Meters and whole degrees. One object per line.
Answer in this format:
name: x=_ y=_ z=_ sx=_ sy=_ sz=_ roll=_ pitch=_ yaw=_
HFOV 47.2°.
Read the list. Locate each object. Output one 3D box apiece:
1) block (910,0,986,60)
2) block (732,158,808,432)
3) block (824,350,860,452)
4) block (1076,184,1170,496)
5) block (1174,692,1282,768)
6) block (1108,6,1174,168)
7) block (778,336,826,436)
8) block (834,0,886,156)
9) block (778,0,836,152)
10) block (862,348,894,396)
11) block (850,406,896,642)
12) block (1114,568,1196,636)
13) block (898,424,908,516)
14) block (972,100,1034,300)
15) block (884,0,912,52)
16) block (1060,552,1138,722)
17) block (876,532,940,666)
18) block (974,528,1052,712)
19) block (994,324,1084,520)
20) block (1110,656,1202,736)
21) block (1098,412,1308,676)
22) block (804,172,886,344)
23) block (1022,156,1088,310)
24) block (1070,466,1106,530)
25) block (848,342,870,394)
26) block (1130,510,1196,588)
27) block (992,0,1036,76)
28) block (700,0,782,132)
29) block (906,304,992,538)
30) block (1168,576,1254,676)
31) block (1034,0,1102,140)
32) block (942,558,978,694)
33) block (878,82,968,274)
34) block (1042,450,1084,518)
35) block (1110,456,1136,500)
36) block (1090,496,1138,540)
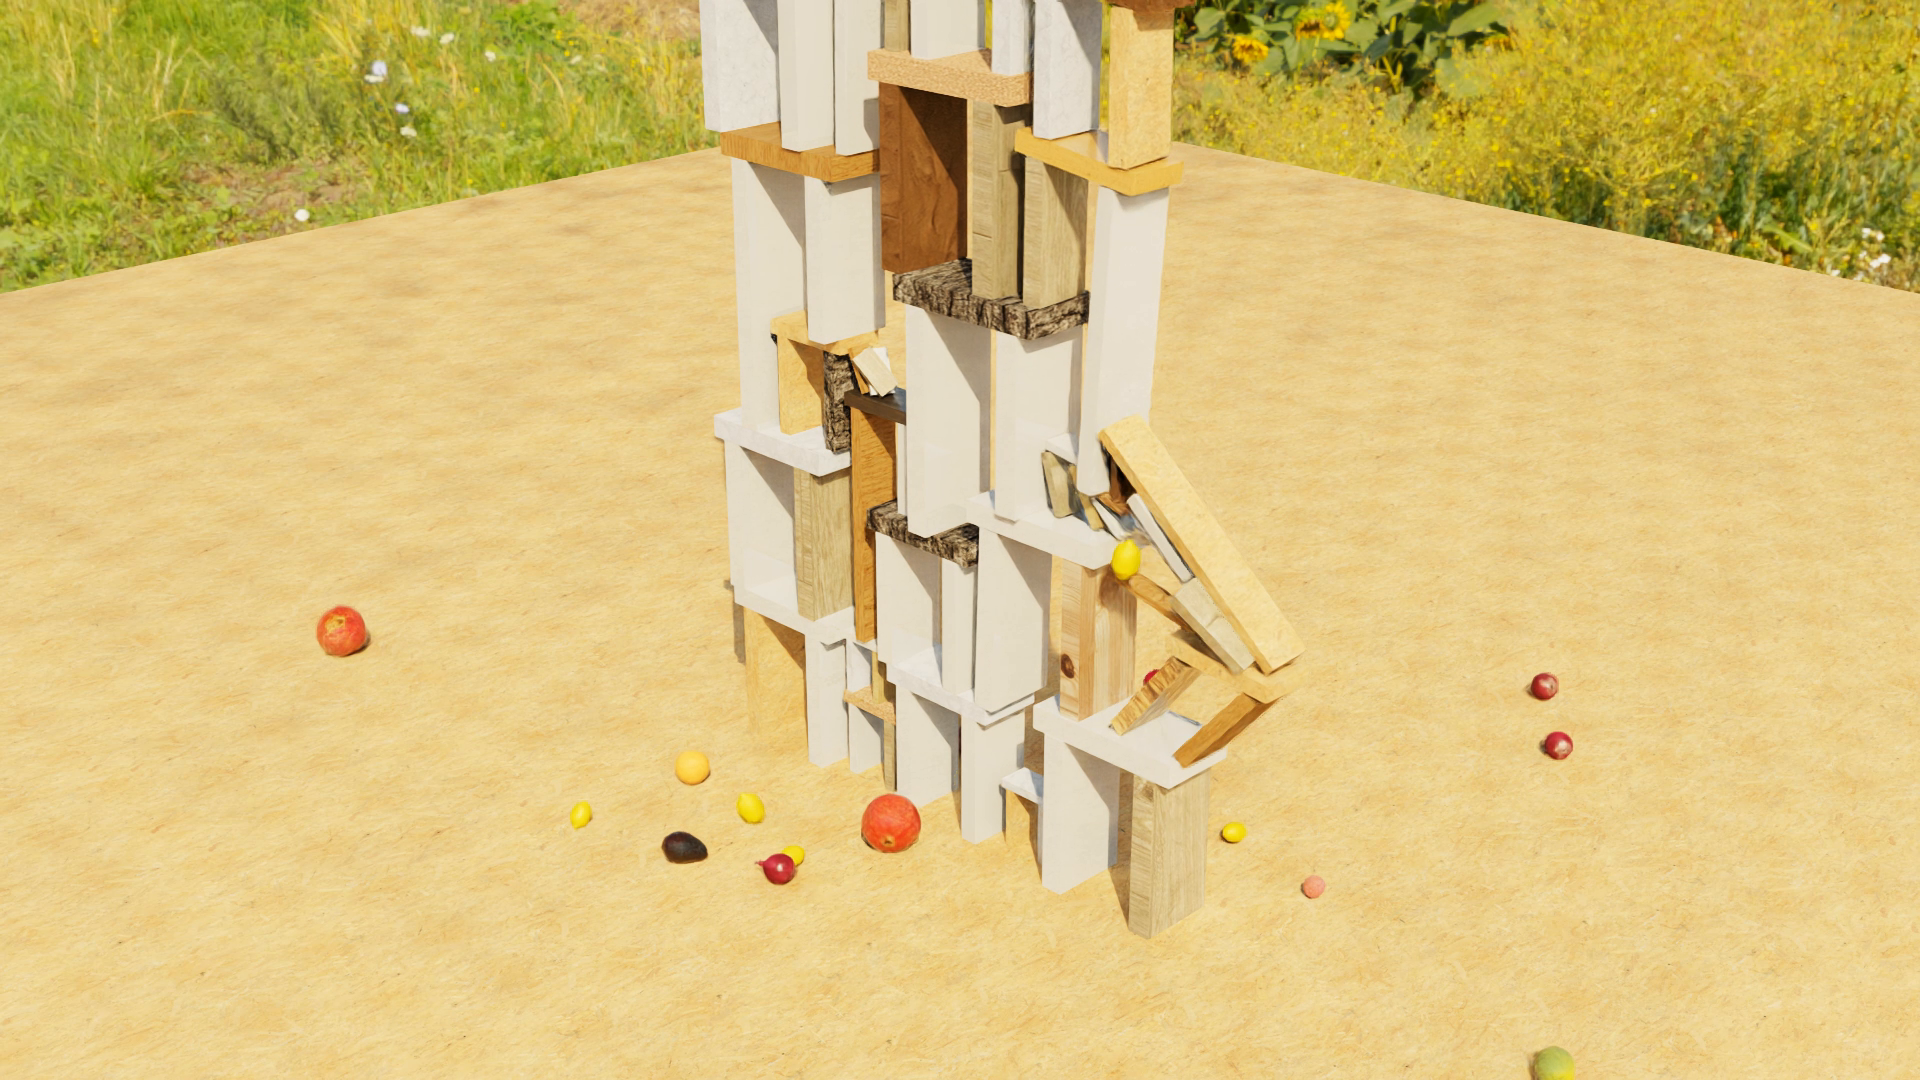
block: x=-0.020 y=-0.997 z=3.837 sx=0.042 sy=0.293 sz=0.147 roll=20 pitch=30 yaw=39
block: x=-0.371 y=-0.503 z=4.411 sx=0.046 sy=0.556 sz=0.161 roll=21 pitch=31 yaw=41
block: x=-0.220 y=-0.285 z=4.348 sx=0.103 sy=0.205 sz=0.029 roll=-21 pitch=31 yaw=-41
block: x=0.279 y=-0.348 z=3.787 sx=0.131 sy=0.553 sz=0.037 roll=-18 pitch=32 yaw=-36
block: x=0.476 y=0.315 z=3.838 sx=0.113 sy=0.226 sz=0.032 roll=-21 pitch=71 yaw=-41
block: x=0.295 y=-0.746 z=3.585 sx=0.036 sy=0.257 sz=0.128 roll=17 pitch=29 yaw=35
block: x=-0.317 y=-0.323 z=4.437 sx=0.029 sy=0.205 sz=0.103 roll=21 pitch=31 yaw=41
block: x=-0.181 y=-0.920 z=4.033 sx=0.029 sy=0.415 sz=0.103 roll=23 pitch=32 yaw=40
block: x=-0.257 y=-0.914 z=4.109 sx=0.172 sy=0.344 sz=0.049 roll=-21 pitch=31 yaw=-41
block: x=-0.158 y=-0.326 z=4.261 sx=0.046 sy=0.092 sz=0.013 roll=-7 pitch=-9 yaw=-17
block: x=-0.170 y=-0.039 z=4.400 sx=0.027 sy=0.501 sz=0.094 roll=21 pitch=31 yaw=41
block: x=0.357 y=0.108 z=3.885 sx=0.046 sy=0.013 sz=0.192 roll=-21 pitch=45 yaw=-41
block: x=-0.079 y=-0.148 z=4.258 sx=0.027 sy=0.187 sz=0.094 roll=20 pitch=30 yaw=37
block: x=0.100 y=-0.610 z=3.866 sx=0.172 sy=0.345 sz=0.049 roll=-21 pitch=30 yaw=-40
block: x=-0.086 y=-0.977 z=3.900 sx=0.029 sy=0.206 sz=0.103 roll=23 pitch=32 yaw=38
block: x=0.255 y=0.161 z=4.021 sx=0.044 sy=0.314 sz=0.157 roll=21 pitch=31 yaw=40
block: x=-0.103 y=0.097 z=4.375 sx=0.039 sy=0.277 sz=0.139 roll=19 pitch=30 yaw=38
block: x=0.103 y=0.129 z=4.175 sx=0.044 sy=0.375 sz=0.157 roll=23 pitch=32 yaw=39
block: x=0.142 y=-0.225 z=3.969 sx=0.049 sy=0.347 sz=0.174 roll=21 pitch=31 yaw=40
block: x=0.369 y=0.262 z=3.932 sx=0.113 sy=0.226 sz=0.032 roll=-21 pitch=68 yaw=-41
block: x=0.413 y=0.003 z=3.767 sx=0.086 sy=0.024 sz=0.506 roll=-27 pitch=76 yaw=-33
block: x=-0.219 y=-0.552 z=4.225 sx=0.161 sy=0.322 sz=0.046 roll=-21 pitch=31 yaw=-41
block: x=0.167 y=-0.544 z=3.816 sx=0.037 sy=0.261 sz=0.131 roll=19 pitch=29 yaw=36
block: x=0.241 y=-0.083 z=3.938 sx=0.060 sy=0.120 sz=0.017 roll=-22 pitch=1 yaw=-41
block: x=-0.184 y=-0.334 z=4.275 sx=0.046 sy=0.092 sz=0.013 roll=-21 pitch=6 yaw=-41
block: x=0.407 y=0.065 z=3.823 sx=0.056 sy=0.016 sz=0.318 roll=-20 pitch=67 yaw=-39
block: x=0.120 y=-0.943 z=3.708 sx=0.042 sy=0.293 sz=0.147 roll=21 pitch=31 yaw=39
block: x=-0.419 y=-0.977 z=4.259 sx=0.172 sy=0.344 sz=0.049 roll=-21 pitch=31 yaw=-41
block: x=-0.020 y=-0.242 z=4.141 sx=0.174 sy=0.450 sz=0.049 roll=-21 pitch=31 yaw=-40
block: x=0.442 y=0.140 z=3.735 sx=0.172 sy=0.024 sz=0.086 roll=47 pitch=54 yaw=7
block: x=0.181 y=-0.810 z=3.681 sx=0.036 sy=0.257 sz=0.128 roll=20 pitch=30 yaw=39
block: x=0.030 y=0.148 z=4.254 sx=0.139 sy=0.277 sz=0.039 roll=-21 pitch=31 yaw=-40
block: x=-0.065 y=-0.673 z=4.015 sx=0.172 sy=0.345 sz=0.049 roll=-21 pitch=30 yaw=-40
block: x=0.187 y=-0.107 z=3.984 sx=0.060 sy=0.120 sz=0.017 roll=-19 pitch=10 yaw=-38
block: x=0.291 y=-0.133 z=3.856 sx=0.056 sy=0.113 sz=0.016 roll=-16 pitch=22 yaw=-33
block: x=0.274 y=-0.046 z=3.911 sx=0.046 sy=0.013 sz=0.092 roll=-20 pitch=68 yaw=-38
